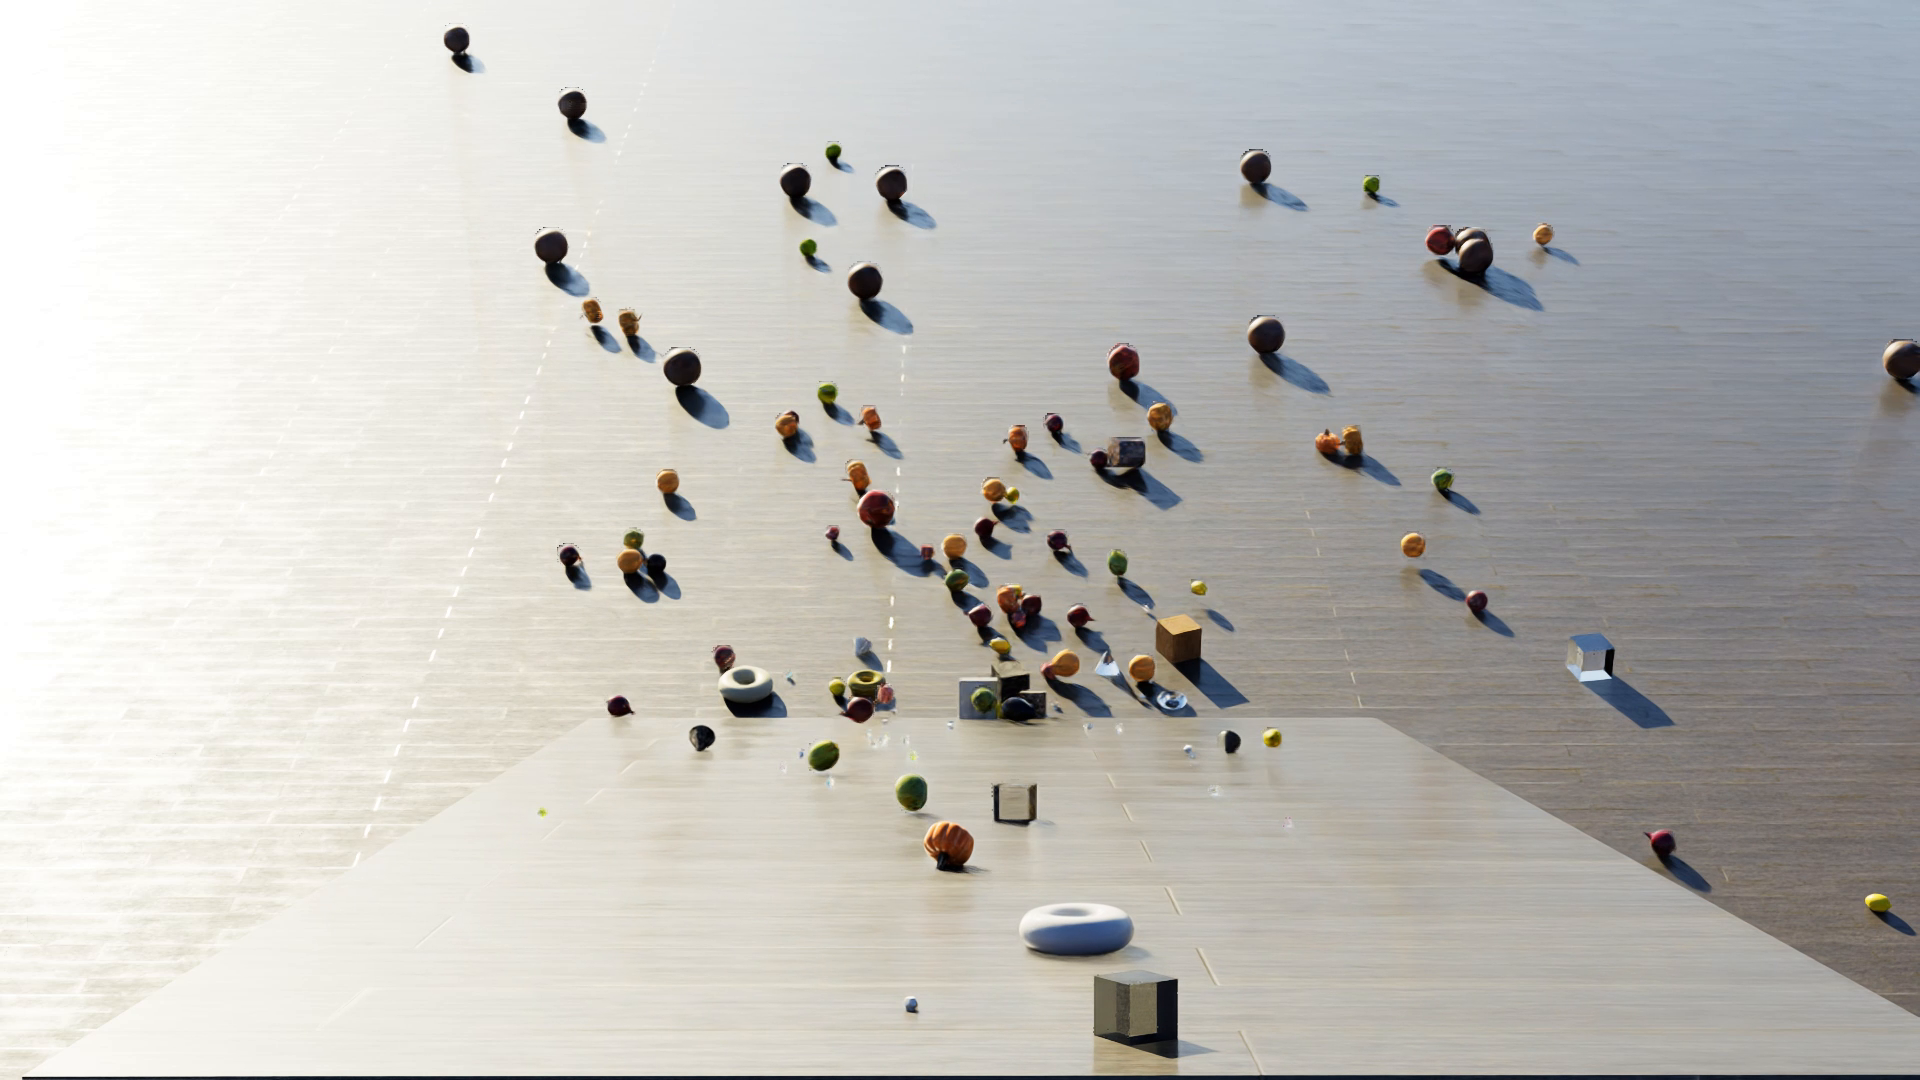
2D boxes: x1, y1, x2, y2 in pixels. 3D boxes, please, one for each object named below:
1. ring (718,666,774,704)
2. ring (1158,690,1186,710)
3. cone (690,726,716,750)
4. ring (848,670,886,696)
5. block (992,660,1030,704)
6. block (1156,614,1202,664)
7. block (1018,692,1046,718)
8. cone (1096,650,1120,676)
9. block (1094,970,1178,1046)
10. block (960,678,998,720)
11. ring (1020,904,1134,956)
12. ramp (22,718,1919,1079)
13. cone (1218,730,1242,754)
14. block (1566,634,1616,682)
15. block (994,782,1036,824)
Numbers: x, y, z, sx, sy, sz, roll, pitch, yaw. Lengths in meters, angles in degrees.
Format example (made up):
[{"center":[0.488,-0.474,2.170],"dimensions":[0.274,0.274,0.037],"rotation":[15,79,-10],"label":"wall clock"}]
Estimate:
[{"center":[-0.570,0.384,6.864],"dimensions":[0.146,0.049,0.146],"rotation":[1,28,0],"label":"ring"},{"center":[0.560,0.422,6.816],"dimensions":[0.077,0.026,0.077],"rotation":[-1,27,0],"label":"ring"},{"center":[-0.581,0.457,5.775],"dimensions":[0.061,0.061,0.061],"rotation":[3,20,5],"label":"cone"},{"center":[-0.249,0.380,6.888],"dimensions":[0.103,0.034,0.103],"rotation":[1,27,-1],"label":"ring"},{"center":[0.134,0.377,6.845],"dimensions":[0.079,0.079,0.079],"rotation":[-9,28,-17],"label":"block"},{"center":[0.597,0.270,7.047],"dimensions":[0.090,0.090,0.090],"rotation":[-12,29,-23],"label":"block"},{"center":[0.184,0.422,6.603],"dimensions":[0.064,0.064,0.064],"rotation":[0,-1,11],"label":"block"},{"center":[0.398,0.322,6.967],"dimensions":[0.067,0.067,0.067],"rotation":[0,27,0],"label":"cone"},{"center":[0.188,0.499,2.759],"dimensions":[0.064,0.064,0.064],"rotation":[-1,1,-33],"label":"block"},{"center":[0.047,0.404,6.591],"dimensions":[0.097,0.097,0.097],"rotation":[0,1,0],"label":"block"},{"center":[0.149,0.497,3.292],"dimensions":[0.148,0.049,0.148],"rotation":[-1,2,0],"label":"ring"},{"center":[0.060,0.544,4.580],"dimensions":[2.000,0.100,4.000],"rotation":[0,1,0],"label":"ramp"},{"center":[0.592,0.459,5.718],"dimensions":[0.053,0.053,0.053],"rotation":[8,30,15],"label":"cone"},{"center":[1.698,0.316,6.953],"dimensions":[0.091,0.091,0.091],"rotation":[-6,27,-11],"label":"block"},{"center":[0.098,0.463,4.555],"dimensions":[0.063,0.063,0.063],"rotation":[0,1,16],"label":"block"}]
